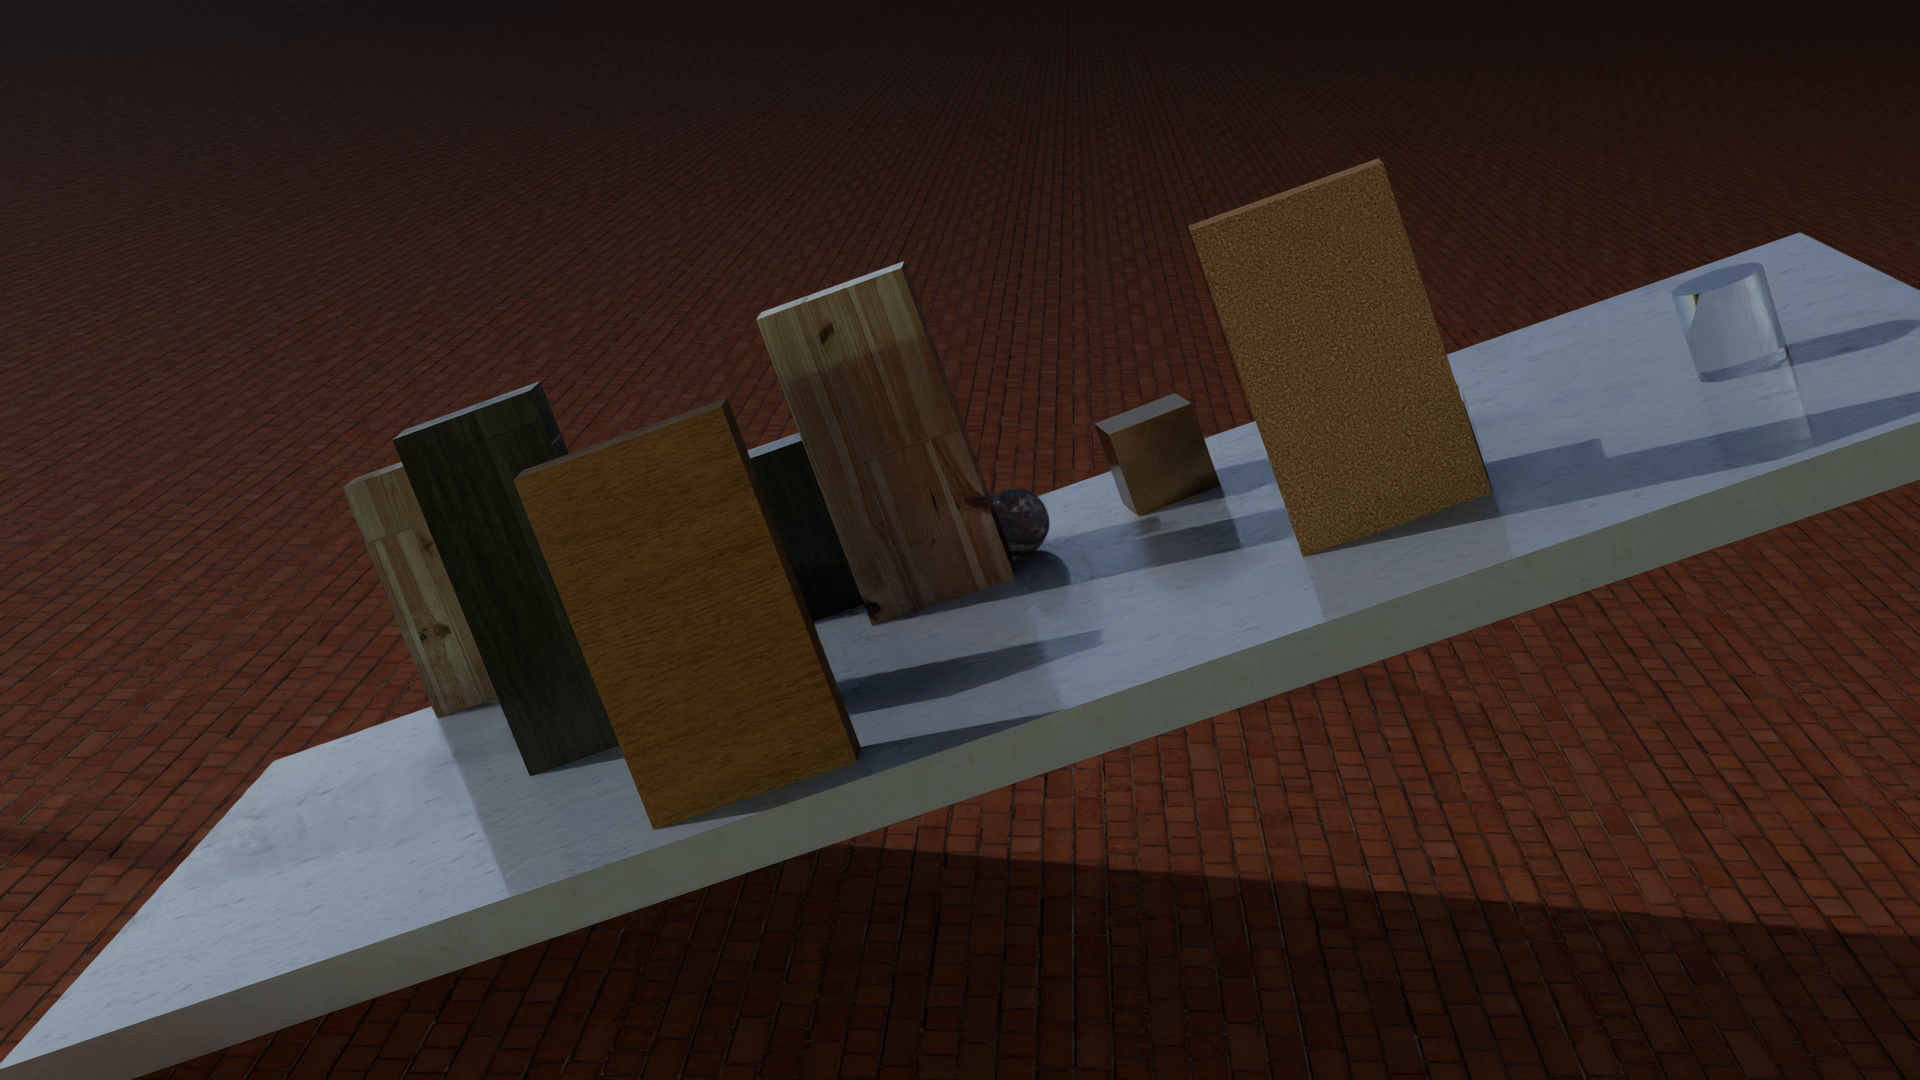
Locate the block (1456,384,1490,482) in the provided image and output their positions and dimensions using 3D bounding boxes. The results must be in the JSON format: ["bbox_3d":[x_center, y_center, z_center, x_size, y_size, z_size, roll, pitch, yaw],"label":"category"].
[{"bbox_3d":[0.946,-0.189,5.873,0.172,0.172,0.172,-18,11,12],"label":"block"}]

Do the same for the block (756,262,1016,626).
[{"bbox_3d":[-0.158,-0.210,6.481,0.335,0.727,0.115,-19,11,6],"label":"block"}]

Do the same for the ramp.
[{"bbox_3d":[0.113,0.178,6.299,4.000,0.100,2.000,-19,11,6],"label":"ramp"}]

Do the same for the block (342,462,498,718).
[{"bbox_3d":[-1.261,0.100,7.234,0.278,0.616,0.113,-19,11,6],"label":"block"}]

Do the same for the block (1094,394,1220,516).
[{"bbox_3d":[0.449,-0.196,6.708,0.200,0.200,0.200,-21,11,-3],"label":"block"}]

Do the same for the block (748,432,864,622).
[{"bbox_3d":[-0.274,-0.059,6.794,0.375,0.407,0.137,-19,11,6],"label":"block"}]

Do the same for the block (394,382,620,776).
[{"bbox_3d":[-0.905,0.085,6.264,0.312,0.778,0.118,-19,11,6],"label":"block"}]

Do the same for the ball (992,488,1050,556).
[{"bbox_3d":[0.125,-0.039,6.656,0.154,0.154,0.154,0,13,0],"label":"ball"}]

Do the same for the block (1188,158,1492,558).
[{"bbox_3d":[0.737,-0.350,5.702,0.385,0.678,0.089,-19,11,6],"label":"block"}]

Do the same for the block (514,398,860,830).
[{"bbox_3d":[-0.502,0.141,5.467,0.408,0.710,0.092,-19,11,6],"label":"block"}]

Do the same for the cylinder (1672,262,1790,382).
[{"bbox_3d":[1.558,-0.440,5.953,0.187,0.187,0.187,-20,11,4],"label":"cylinder"}]
